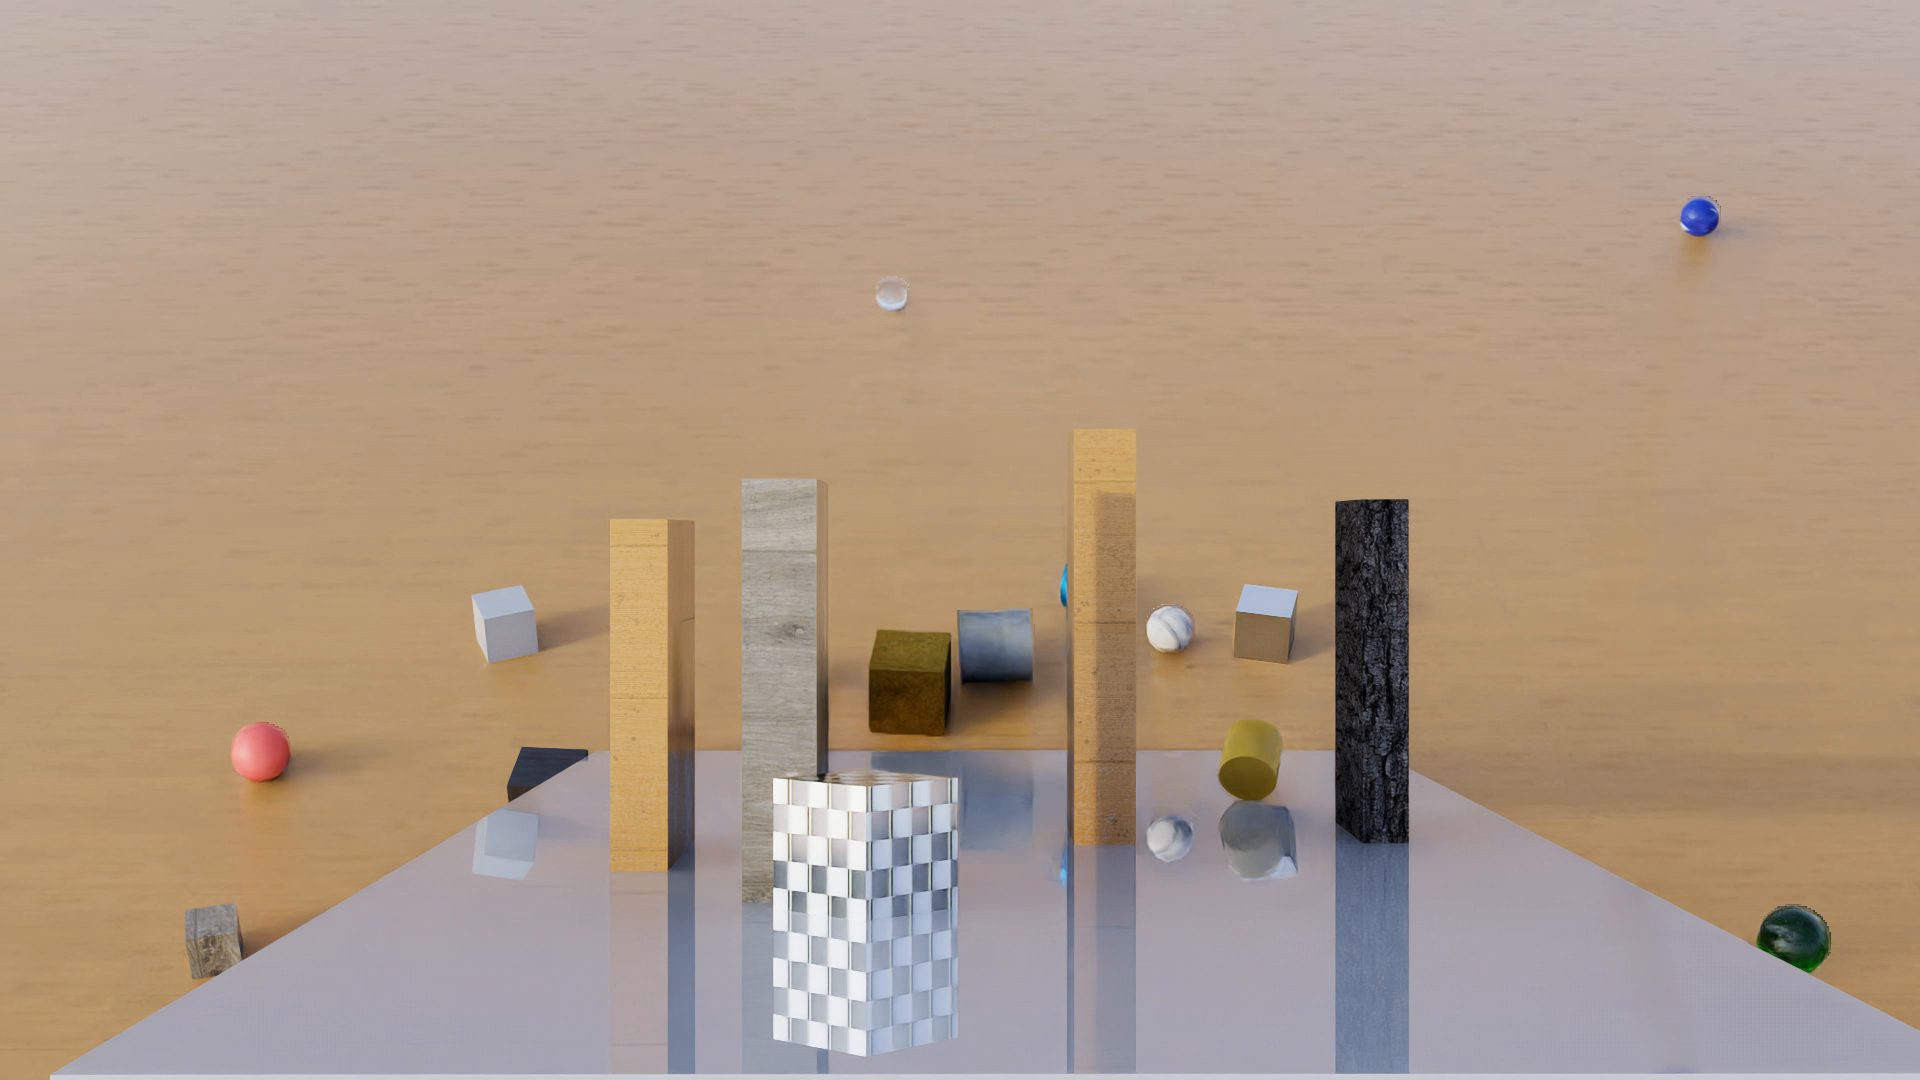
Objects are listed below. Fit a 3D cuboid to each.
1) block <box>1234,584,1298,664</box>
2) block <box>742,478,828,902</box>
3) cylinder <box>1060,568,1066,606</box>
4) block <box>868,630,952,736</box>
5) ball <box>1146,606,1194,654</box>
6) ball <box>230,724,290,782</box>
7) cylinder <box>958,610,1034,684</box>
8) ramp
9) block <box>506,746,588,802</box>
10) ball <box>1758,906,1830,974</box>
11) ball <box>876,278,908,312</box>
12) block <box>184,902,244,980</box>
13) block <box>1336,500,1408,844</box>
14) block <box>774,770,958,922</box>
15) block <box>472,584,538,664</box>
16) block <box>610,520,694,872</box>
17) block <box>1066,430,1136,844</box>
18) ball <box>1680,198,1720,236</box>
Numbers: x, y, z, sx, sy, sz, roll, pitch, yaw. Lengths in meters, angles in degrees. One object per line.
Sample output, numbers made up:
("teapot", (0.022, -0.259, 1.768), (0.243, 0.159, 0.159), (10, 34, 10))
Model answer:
("block", (0.852, 0.234, 7.211), (0.151, 0.151, 0.151), (7, 31, 12))
("block", (-0.272, 0.226, 4.067), (0.113, 0.638, 0.345), (0, 0, 0))
("cylinder", (0.387, 0.128, 7.389), (0.155, 0.155, 0.155), (11, 32, 21))
("block", (-0.132, 0.381, 6.904), (0.199, 0.199, 0.199), (3, 29, 5))
("ball", (0.584, 0.250, 7.203), (0.130, 0.130, 0.130), (0, 30, 0))
("ball", (-1.801, 0.550, 6.662), (0.147, 0.147, 0.147), (0, 30, 0))
("cylinder", (0.097, 0.292, 7.065), (0.192, 0.192, 0.192), (-2, 30, -2))
("ramp", (0.067, 0.594, 4.650), (2.000, 0.100, 4.000), (0, 0, 0))
("block", (-1.026, 0.639, 6.484), (0.169, 0.169, 0.169), (2, 30, 4))
("ball", (1.928, 0.929, 5.987), (0.159, 0.159, 0.159), (0, 30, 0))
("ball", (-0.243, -0.869, 9.180), (0.114, 0.114, 0.114), (0, 30, 0))
("block", (-1.736, 0.933, 6.023), (0.116, 0.116, 0.116), (-7, 31, -12))
("block", (0.764, 0.235, 4.812), (0.083, 0.617, 0.340), (0, 0, 0))
("block", (-0.140, 0.449, 3.834), (0.193, 0.193, 0.193), (0, 0, 43))
("block", (-1.270, 0.234, 7.220), (0.142, 0.142, 0.142), (-12, 32, -20))
("block", (-0.529, 0.255, 4.478), (0.095, 0.579, 0.439), (0, 0, 0))
("block", (0.259, 0.173, 4.776), (0.110, 0.742, 0.313), (0, 0, 0))
("ball", (2.789, -1.218, 9.759), (0.144, 0.144, 0.144), (0, 30, 0))
